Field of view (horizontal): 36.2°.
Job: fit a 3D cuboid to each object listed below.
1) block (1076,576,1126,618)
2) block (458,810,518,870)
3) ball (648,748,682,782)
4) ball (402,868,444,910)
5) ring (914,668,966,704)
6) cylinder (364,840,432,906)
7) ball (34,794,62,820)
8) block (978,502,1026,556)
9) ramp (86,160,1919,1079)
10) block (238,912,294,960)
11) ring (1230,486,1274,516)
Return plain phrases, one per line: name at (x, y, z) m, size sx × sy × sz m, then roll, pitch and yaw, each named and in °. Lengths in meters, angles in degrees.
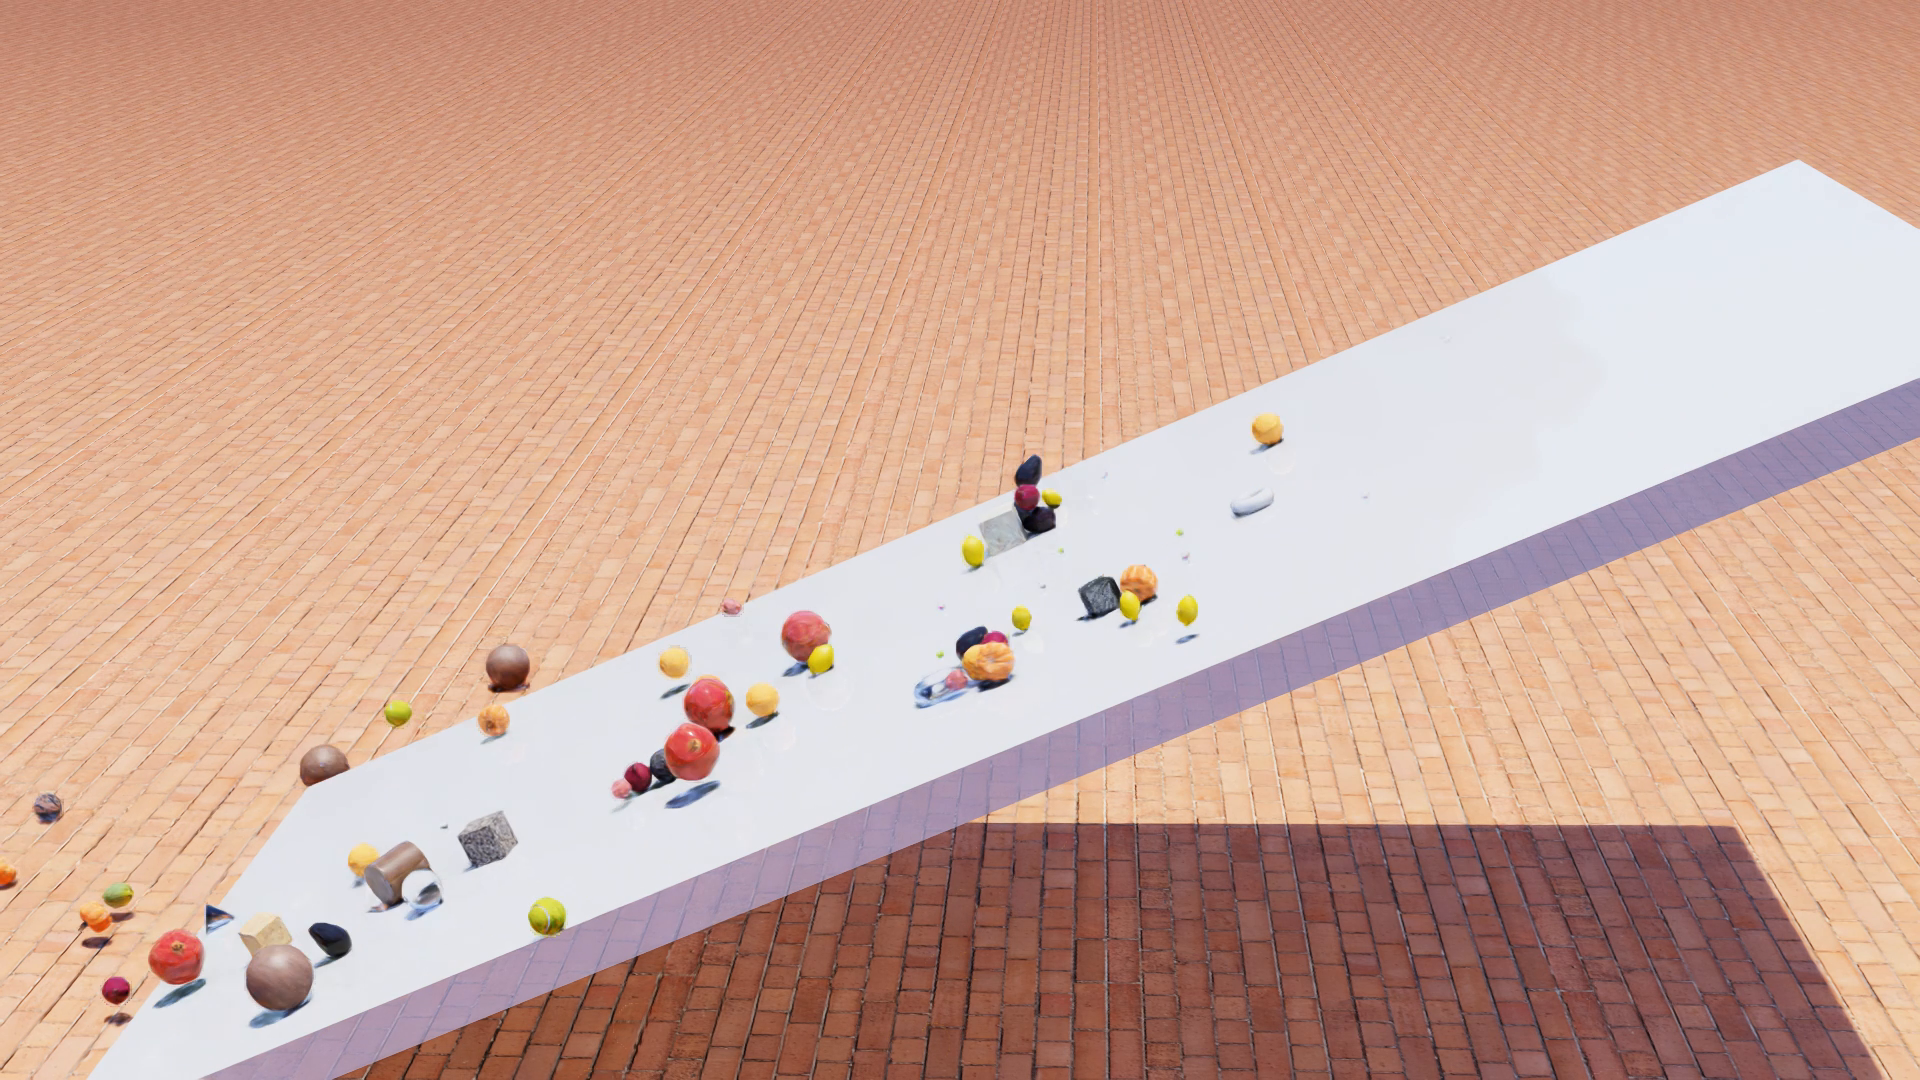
block at (0.282, 0.113, 5.873) m, size 0.060 × 0.060 × 0.060 m, roll -29°, pitch 13°, yaw -17°
block at (-0.981, 0.623, 6.114) m, size 0.079 × 0.079 × 0.079 m, roll -21°, pitch 13°, yaw 17°
ball at (-0.610, 0.465, 6.087) m, size 0.068 × 0.068 × 0.068 m, roll 0°, pitch 15°, yaw 0°
ball at (-1.089, 0.708, 5.957) m, size 0.084 × 0.084 × 0.084 m, roll 0°, pitch 15°, yaw 0°
ring at (-0.040, 0.288, 5.814) m, size 0.111 × 0.037 × 0.111 m, roll -23°, pitch 14°, yaw 6°
cylinder at (-1.170, 0.694, 6.126) m, size 0.099 × 0.099 × 0.099 m, roll 14°, pitch 38°, yaw 43°
ball at (-2.341, 0.685, 7.550) m, size 0.070 × 0.070 × 0.070 m, roll 0°, pitch 15°, yaw 0°
block at (0.097, -0.025, 6.721) m, size 0.084 × 0.084 × 0.084 m, roll -23°, pitch 13°, yaw 9°
ramp at (0.132, 0.170, 6.284) m, size 4.000 × 0.100 × 2.000 m, roll -23°, pitch 13°, yaw 8°
block at (-1.450, 0.826, 6.137) m, size 0.068 × 0.068 × 0.068 m, roll 2°, pitch 37°, yaw 43°
ring at (0.607, -0.081, 6.120) m, size 0.094 × 0.031 × 0.094 m, roll -23°, pitch 14°, yaw 6°
